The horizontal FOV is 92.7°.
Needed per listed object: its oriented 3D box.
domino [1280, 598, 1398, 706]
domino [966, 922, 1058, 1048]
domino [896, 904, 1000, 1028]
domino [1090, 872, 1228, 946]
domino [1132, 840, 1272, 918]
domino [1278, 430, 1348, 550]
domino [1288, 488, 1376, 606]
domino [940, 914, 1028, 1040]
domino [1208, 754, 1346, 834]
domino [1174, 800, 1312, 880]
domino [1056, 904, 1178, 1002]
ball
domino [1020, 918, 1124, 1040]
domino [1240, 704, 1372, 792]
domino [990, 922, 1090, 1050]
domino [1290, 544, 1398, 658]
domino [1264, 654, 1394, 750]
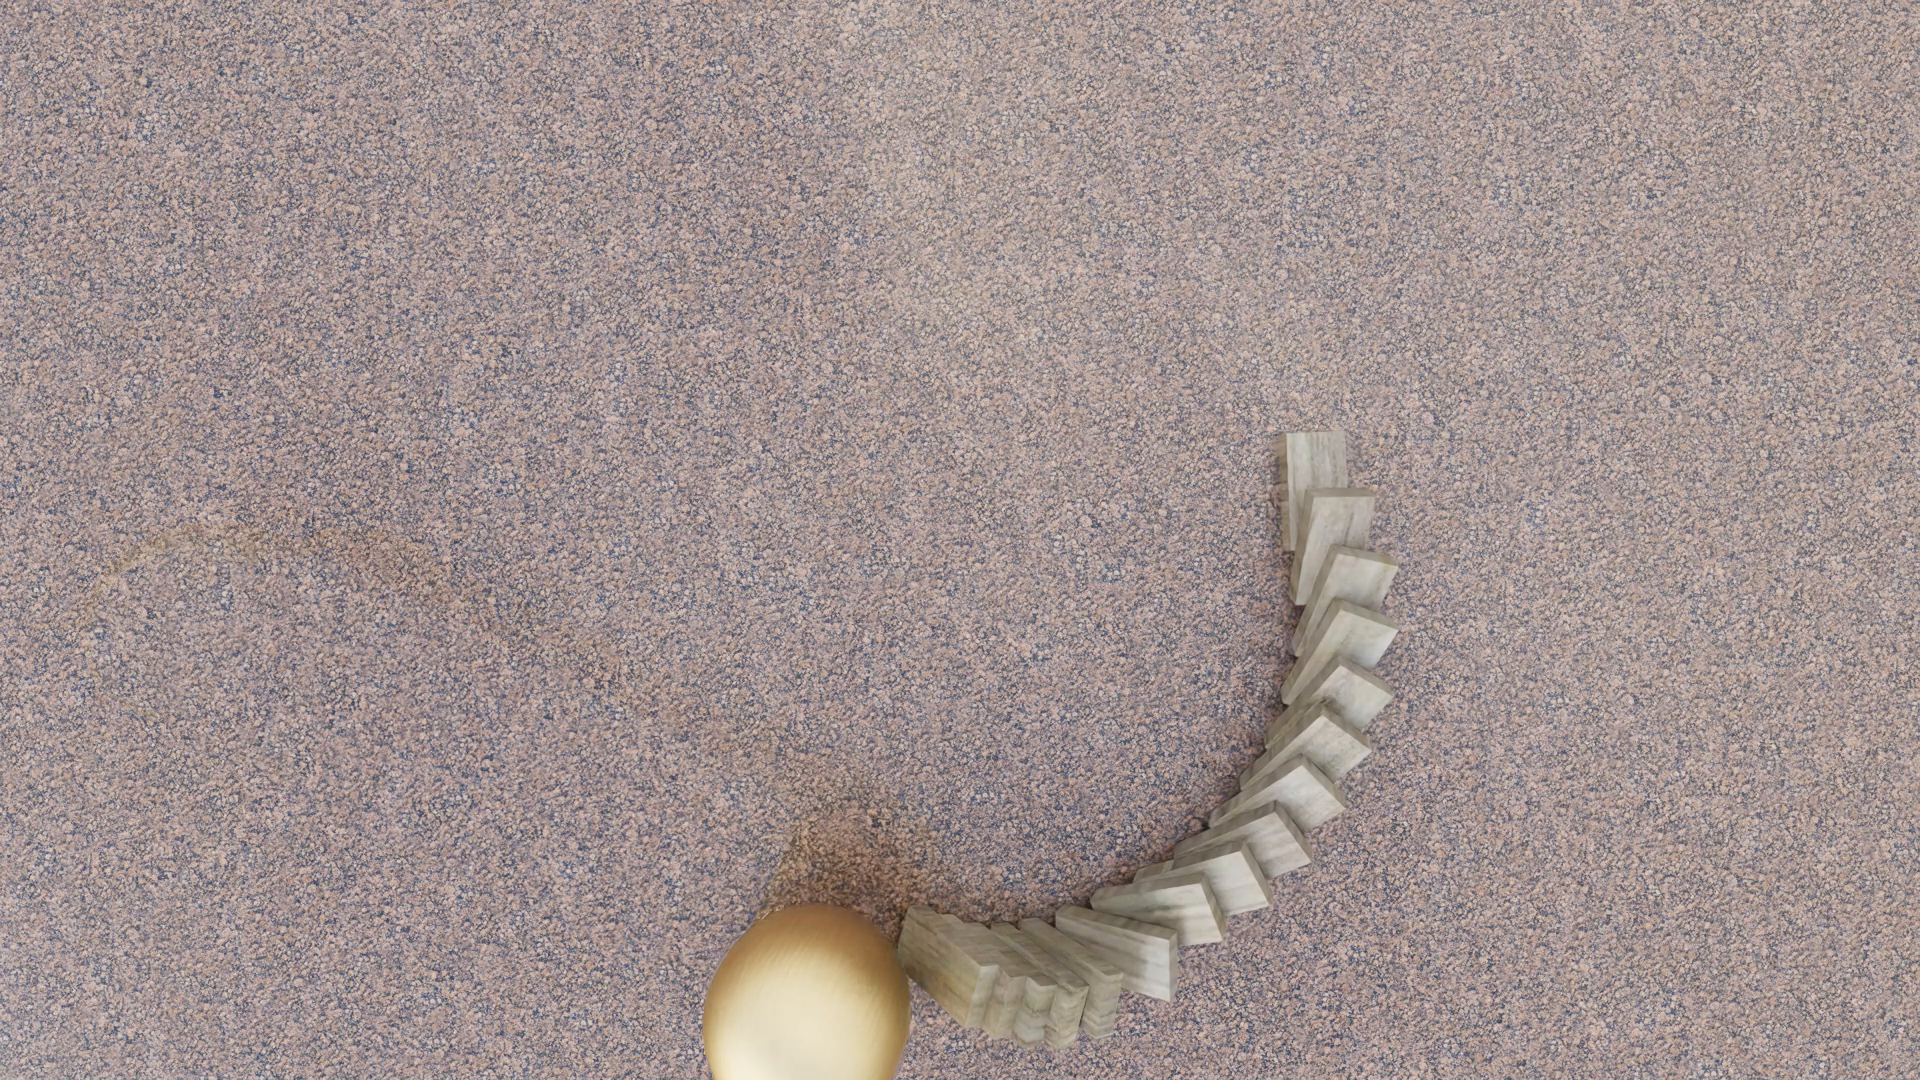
[{"bbox_3d":[0.158,0.051,0.384,0.025,0.010,0.050,19,118,0],"label":"domino"},{"bbox_3d":[0.017,0.182,0.378,0.009,0.050,0.025,15,90,-39],"label":"domino"},{"bbox_3d":[-0.007,0.174,0.378,0.009,0.050,0.025,15,90,-39],"label":"domino"},{"bbox_3d":[0.083,0.157,0.384,0.050,0.009,0.025,-22,90,28],"label":"domino"},{"bbox_3d":[0.101,0.145,0.384,0.050,0.010,0.025,-28,90,28],"label":"domino"},{"bbox_3d":[0.153,-0.021,0.395,0.025,0.010,0.050,-2,90,0],"label":"domino"},{"bbox_3d":[0.155,0.003,0.385,0.025,0.010,0.050,-1,116,0],"label":"domino"},{"bbox_3d":[0.005,0.178,0.378,0.010,0.050,0.025,15,90,-39],"label":"domino"},{"bbox_3d":[0.132,0.114,0.384,0.025,0.009,0.050,45,117,0],"label":"domino"},{"bbox_3d":[0.118,0.131,0.384,0.050,0.010,0.025,-36,90,28],"label":"domino"},{"bbox_3d":[0.065,0.171,0.382,0.050,0.010,0.025,1,94,32],"label":"domino"},{"bbox_3d":[-0.059,0.185,0.360,0.080,0.080,0.080,0,90,0],"label":"ball"},{"bbox_3d":[0.043,0.179,0.378,0.010,0.050,0.025,11,90,-39],"label":"domino"},{"bbox_3d":[0.144,0.094,0.384,0.025,0.009,0.050,36,117,0],"label":"domino"},{"bbox_3d":[0.029,0.182,0.377,0.010,0.050,0.025,15,90,-39],"label":"domino"},{"bbox_3d":[0.161,0.028,0.385,0.025,0.010,0.050,12,115,0],"label":"domino"},{"bbox_3d":[0.153,0.074,0.384,0.025,0.010,0.050,31,117,0],"label":"domino"}]
